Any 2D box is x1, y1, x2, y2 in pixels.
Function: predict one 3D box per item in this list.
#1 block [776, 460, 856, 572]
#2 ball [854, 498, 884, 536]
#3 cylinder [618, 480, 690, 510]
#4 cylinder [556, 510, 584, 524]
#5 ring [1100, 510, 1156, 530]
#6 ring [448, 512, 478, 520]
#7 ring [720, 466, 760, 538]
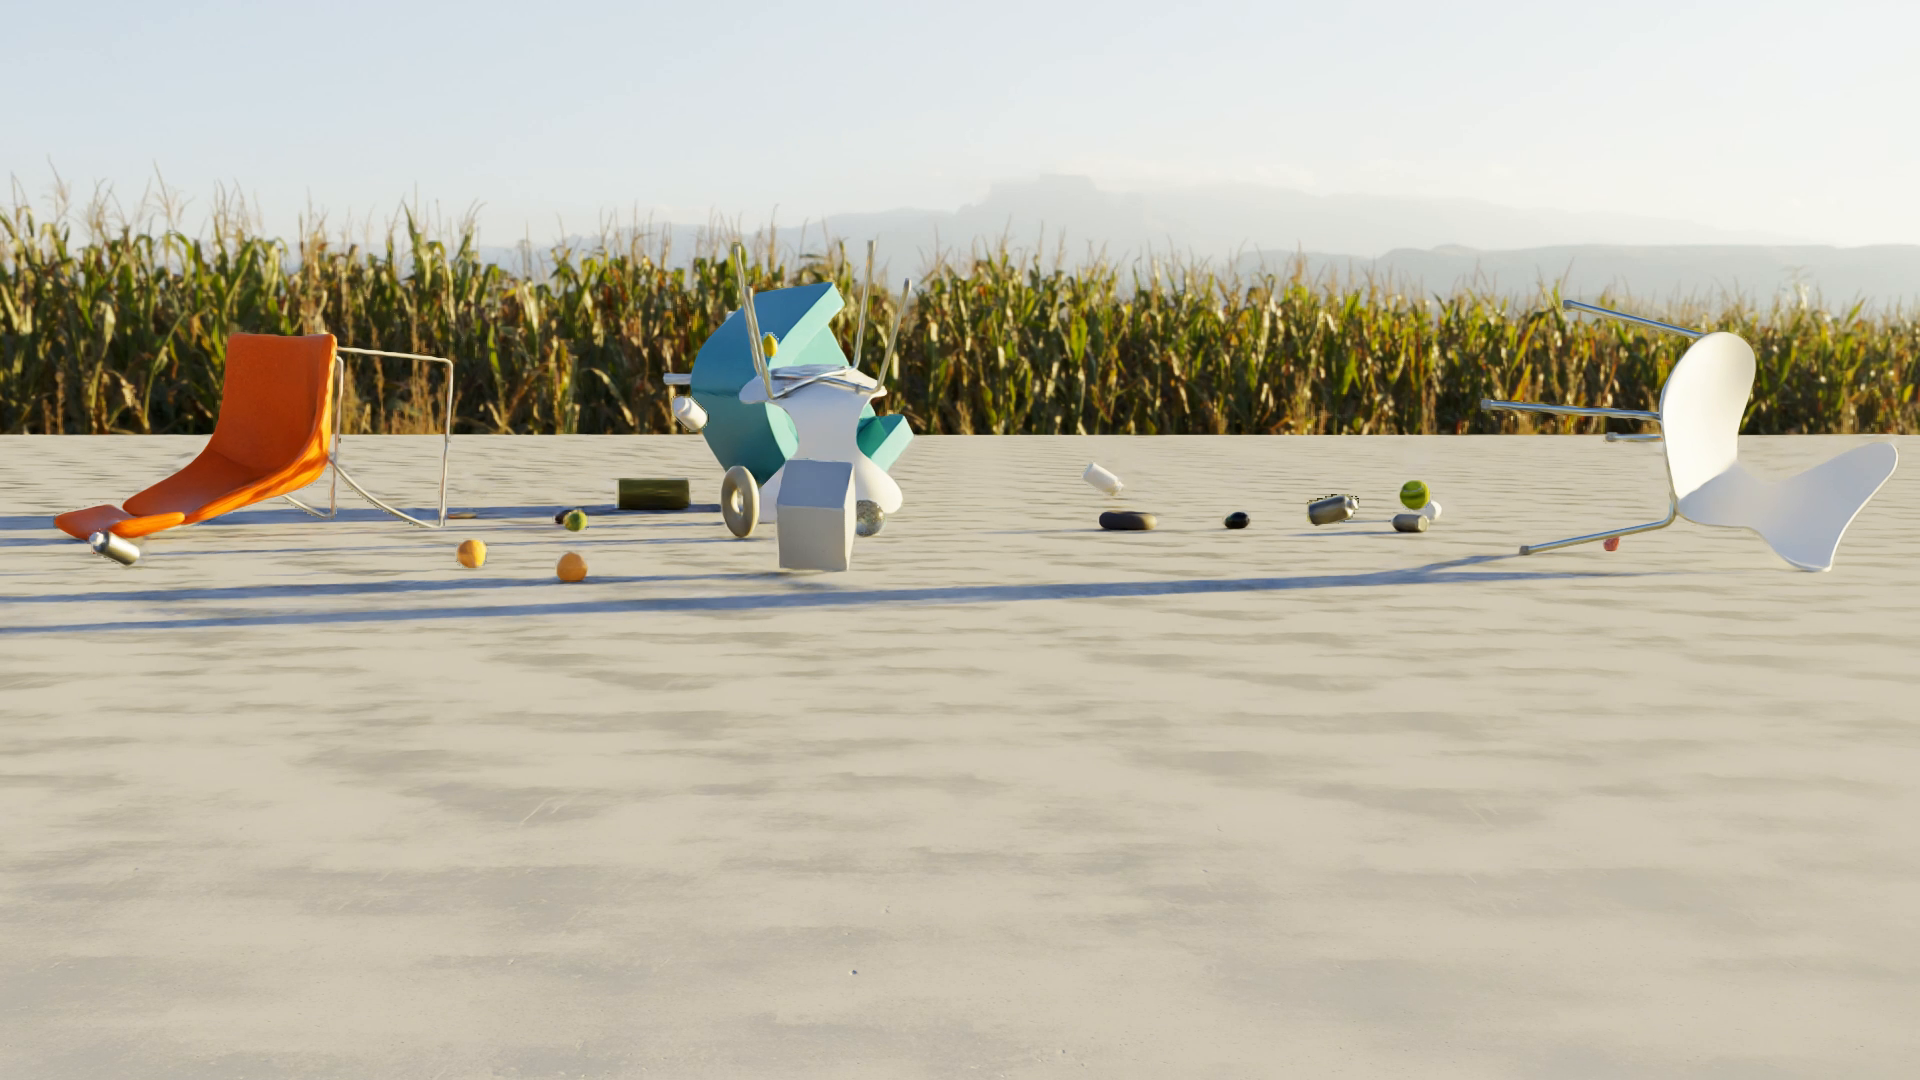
[{"bbox_3d":[-0.352,-0.059,5.393,0.165,0.199,0.180,3,39,4],"label":"block"},{"bbox_3d":[-0.287,-0.068,6.683,0.116,0.116,0.116,0,4,0],"label":"ball"},{"bbox_3d":[-1.145,-0.170,8.200,0.256,0.113,0.116,-1,-4,-14],"label":"cylinder"},{"bbox_3d":[-1.297,-0.076,7.309,0.081,0.042,0.066,-24,16,-28],"label":"cylinder"},{"bbox_3d":[0.537,-0.061,7.038,0.184,0.055,0.155,3,6,-2],"label":"ring"},{"bbox_3d":[-1.726,-0.085,7.621,0.106,0.022,0.060,-3,6,-33],"label":"ring"},{"bbox_3d":[-0.663,-0.116,6.630,0.131,0.226,0.052,12,21,32],"label":"ring"}]
